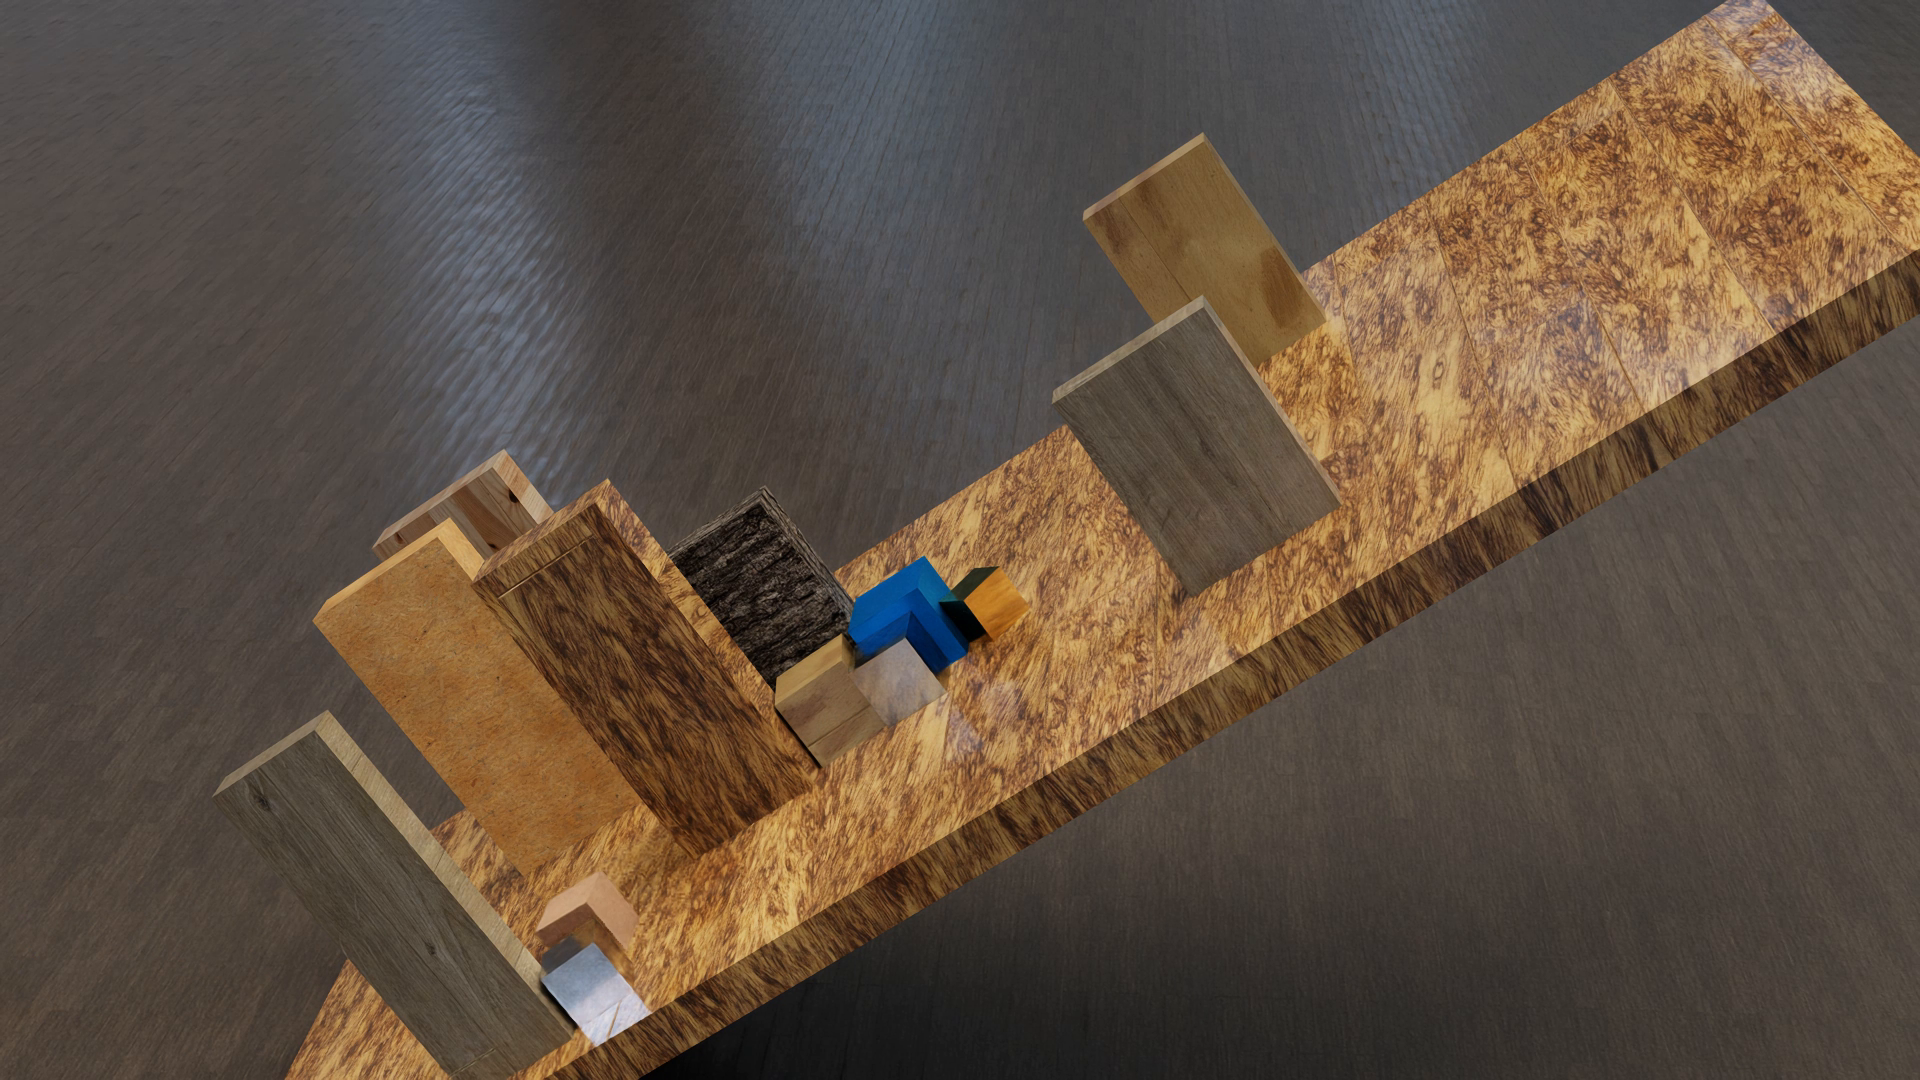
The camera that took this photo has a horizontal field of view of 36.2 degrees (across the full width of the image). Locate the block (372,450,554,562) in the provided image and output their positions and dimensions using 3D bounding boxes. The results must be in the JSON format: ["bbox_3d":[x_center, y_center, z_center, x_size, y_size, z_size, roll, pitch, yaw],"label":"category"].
[{"bbox_3d":[-1.063,0.187,7.288,0.382,0.743,0.130,-32,16,15],"label":"block"}]

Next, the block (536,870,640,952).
[{"bbox_3d":[-0.760,0.788,6.012,0.134,0.134,0.134,-32,16,18],"label":"block"}]

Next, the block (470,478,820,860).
[{"bbox_3d":[-0.642,0.274,6.093,0.325,0.751,0.139,-32,16,15],"label":"block"}]

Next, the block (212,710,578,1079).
[{"bbox_3d":[-1.083,0.713,5.687,0.258,0.793,0.092,-32,16,15],"label":"block"}]

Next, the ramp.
[{"bbox_3d":[0.135,0.174,6.306,4.000,0.100,2.000,-32,16,15],"label":"ramp"}]

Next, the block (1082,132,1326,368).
[{"bbox_3d":[0.549,-0.613,6.585,0.321,0.497,0.087,-32,16,15],"label":"block"}]

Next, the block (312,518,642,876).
[{"bbox_3d":[-1.086,0.365,6.753,0.367,0.774,0.122,-32,16,15],"label":"block"}]

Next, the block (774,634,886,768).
[{"bbox_3d":[-0.268,0.337,6.193,0.171,0.171,0.171,-34,15,8],"label":"block"}]

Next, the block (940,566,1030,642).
[{"bbox_3d":[0.051,0.136,6.196,0.113,0.113,0.113,-43,17,-23],"label":"block"}]

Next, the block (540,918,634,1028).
[{"bbox_3d":[-0.731,0.849,5.775,0.129,0.129,0.129,-36,15,4],"label":"block"}]

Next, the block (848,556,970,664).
[{"bbox_3d":[-0.104,0.183,6.268,0.181,0.181,0.181,-32,16,15],"label":"block"}]

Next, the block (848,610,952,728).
[{"bbox_3d":[-0.125,0.269,6.126,0.147,0.147,0.147,-33,16,15],"label":"block"}]

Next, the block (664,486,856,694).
[{"bbox_3d":[-0.412,0.188,6.308,0.347,0.507,0.104,-32,16,15],"label":"block"}]

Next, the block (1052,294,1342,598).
[{"bbox_3d":[0.448,-0.174,5.561,0.339,0.471,0.081,-32,16,15],"label":"block"}]
